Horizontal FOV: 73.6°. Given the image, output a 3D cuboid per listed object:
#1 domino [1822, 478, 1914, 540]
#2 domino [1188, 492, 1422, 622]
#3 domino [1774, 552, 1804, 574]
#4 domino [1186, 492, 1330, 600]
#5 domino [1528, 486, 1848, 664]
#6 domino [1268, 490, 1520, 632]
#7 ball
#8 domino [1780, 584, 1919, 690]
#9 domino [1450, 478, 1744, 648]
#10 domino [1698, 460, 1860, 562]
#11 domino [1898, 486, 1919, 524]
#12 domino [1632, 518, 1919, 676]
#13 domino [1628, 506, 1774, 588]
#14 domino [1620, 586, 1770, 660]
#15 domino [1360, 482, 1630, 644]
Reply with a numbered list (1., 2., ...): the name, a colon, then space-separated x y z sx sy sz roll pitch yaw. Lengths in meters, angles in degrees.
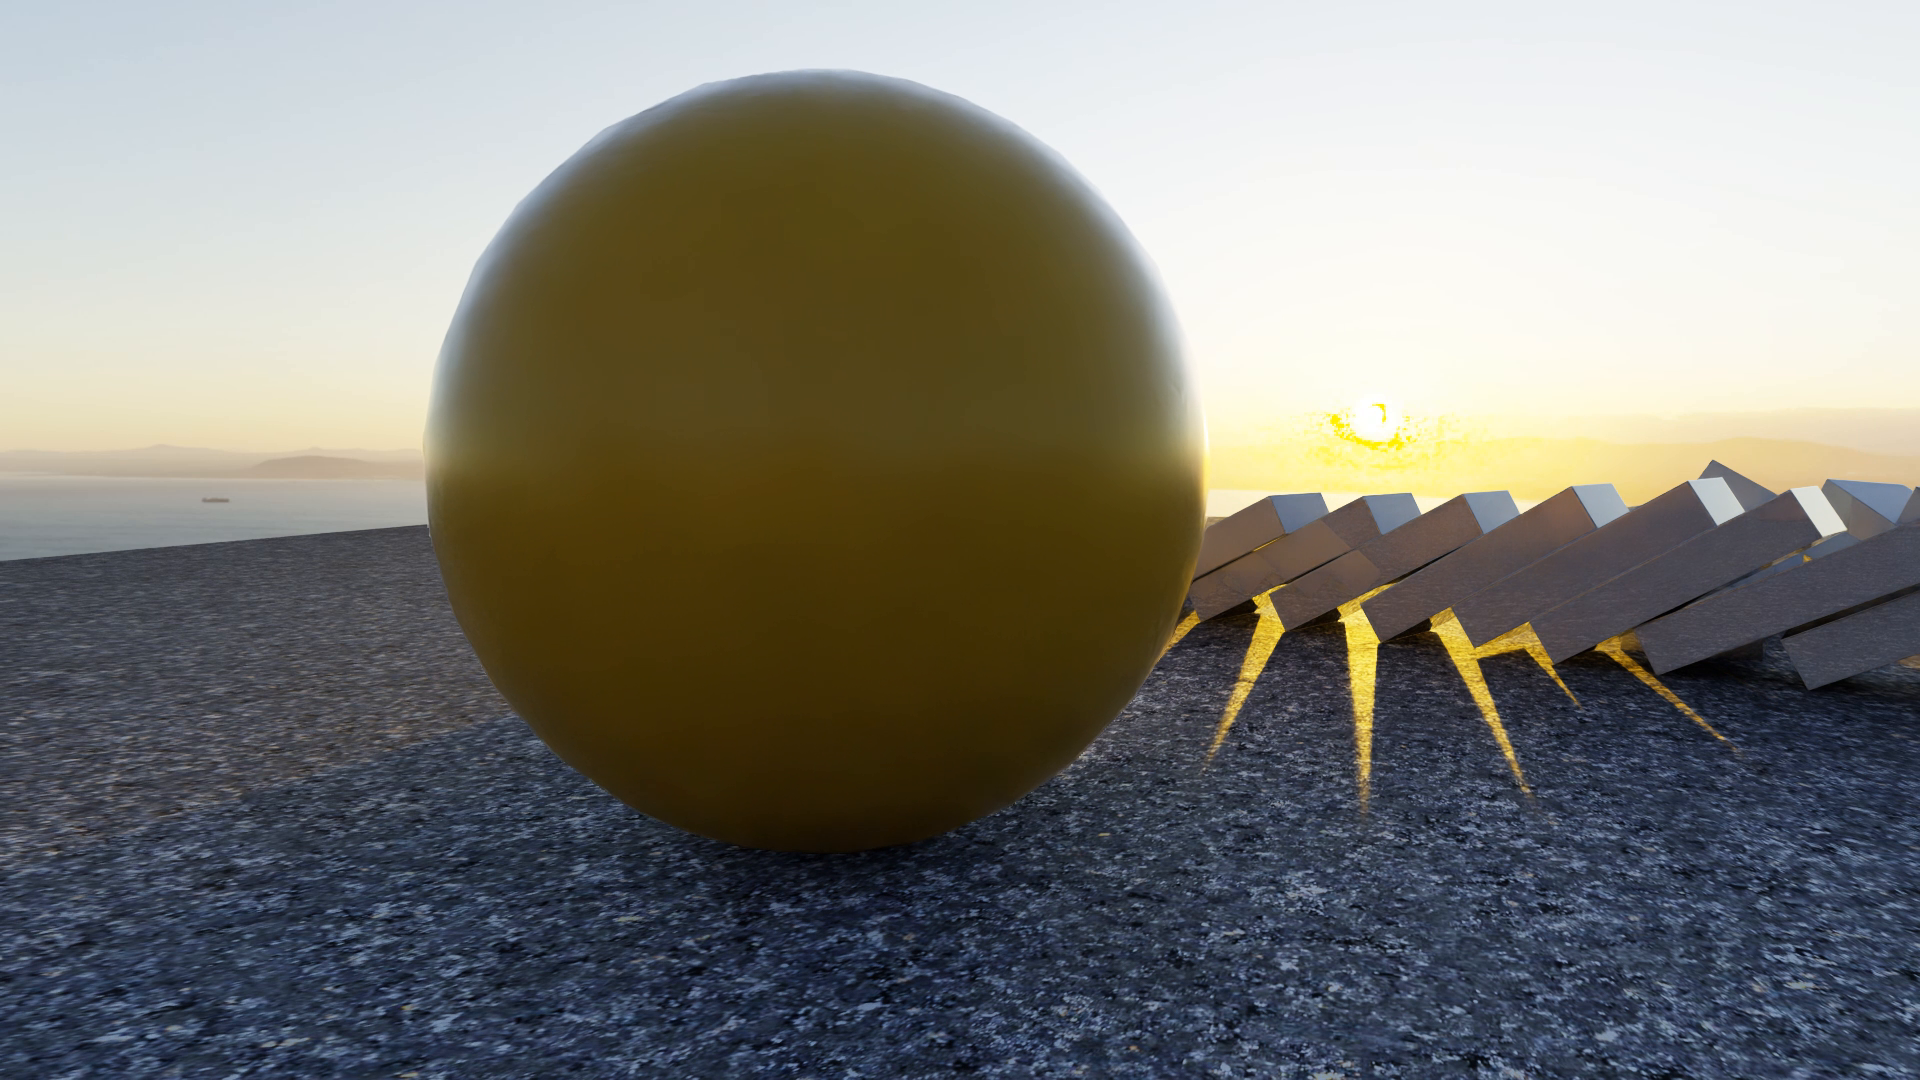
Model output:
1. domino: 0.247 0.001 0.328 0.025 0.010 0.050 3 31 -12
2. domino: 0.080 0.004 0.300 0.025 0.010 0.050 -5 -21 -47
3. domino: 0.185 0.005 0.333 0.050 0.010 0.025 10 -12 9
4. domino: 0.063 0.004 0.313 0.025 0.010 0.050 -5 -20 -48
5. domino: 0.136 0.007 0.242 0.025 0.010 0.050 -5 -26 -47
6. domino: 0.096 0.005 0.284 0.025 0.009 0.050 -5 -23 -47
7. ball: -0.014 -0.008 0.137 0.080 0.080 0.080 0 4 0
8. domino: 0.170 0.010 0.218 0.050 0.010 0.025 -31 -15 35
9. domino: 0.126 0.005 0.254 0.025 0.010 0.050 -5 -26 -47
10. domino: 0.215 -0.002 0.332 0.050 0.009 0.025 38 10 25
11. domino: 0.255 0.004 0.305 0.025 0.010 0.050 0 32 -9
12. domino: 0.151 0.009 0.230 0.025 0.010 0.050 -5 -21 -47
13. domino: 0.167 0.005 0.305 0.050 0.009 0.025 19 -15 -27
14. domino: 0.161 0.017 0.279 0.025 0.010 0.050 3 5 34
15. domino: 0.112 0.005 0.269 0.025 0.010 0.050 -5 -26 -47
